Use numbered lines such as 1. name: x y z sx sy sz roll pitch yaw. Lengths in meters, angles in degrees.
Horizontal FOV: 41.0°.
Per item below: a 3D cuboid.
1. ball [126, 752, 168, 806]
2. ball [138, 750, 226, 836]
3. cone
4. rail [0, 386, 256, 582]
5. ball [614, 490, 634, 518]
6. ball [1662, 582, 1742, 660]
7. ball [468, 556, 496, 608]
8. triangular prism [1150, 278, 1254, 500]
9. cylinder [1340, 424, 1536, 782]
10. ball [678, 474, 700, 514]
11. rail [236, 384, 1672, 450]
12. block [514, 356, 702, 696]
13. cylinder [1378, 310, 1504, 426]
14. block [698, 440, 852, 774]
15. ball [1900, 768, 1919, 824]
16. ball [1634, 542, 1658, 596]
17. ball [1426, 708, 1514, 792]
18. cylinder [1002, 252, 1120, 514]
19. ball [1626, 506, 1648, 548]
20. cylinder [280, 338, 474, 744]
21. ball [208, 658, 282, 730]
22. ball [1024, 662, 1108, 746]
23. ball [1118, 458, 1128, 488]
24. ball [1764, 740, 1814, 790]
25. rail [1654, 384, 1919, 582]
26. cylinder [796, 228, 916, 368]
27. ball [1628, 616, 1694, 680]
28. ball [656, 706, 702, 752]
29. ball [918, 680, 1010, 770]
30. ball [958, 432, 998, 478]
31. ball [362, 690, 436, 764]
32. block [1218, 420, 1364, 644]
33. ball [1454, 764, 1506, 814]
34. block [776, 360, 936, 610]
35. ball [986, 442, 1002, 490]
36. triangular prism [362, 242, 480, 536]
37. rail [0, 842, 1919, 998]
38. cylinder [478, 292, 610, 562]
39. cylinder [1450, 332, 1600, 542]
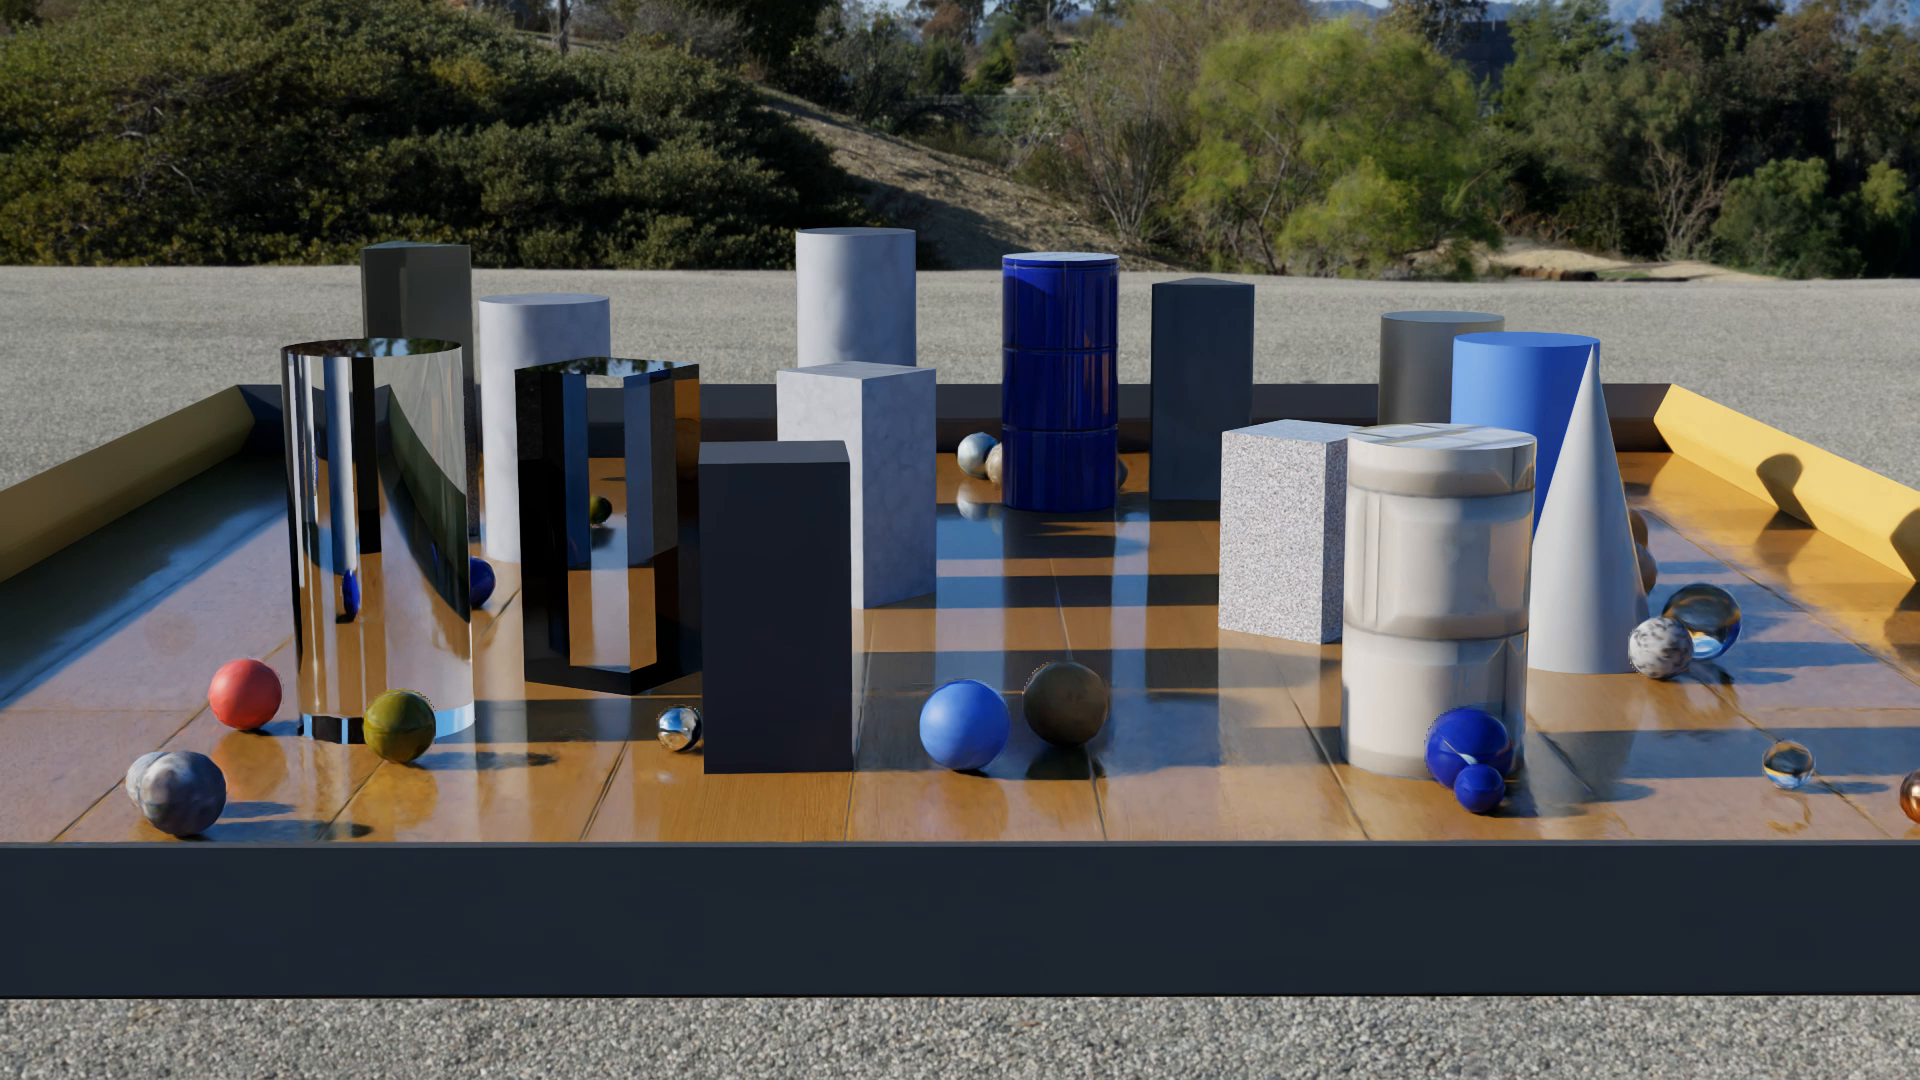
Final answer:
1. ball: -0.790 0.238 2.527 0.060 0.060 0.060 0 11 0
2. ball: -0.742 0.242 2.449 0.081 0.081 0.081 0 11 0
3. cone: 0.770 -0.047 3.158 0.193 0.390 0.193 0 11 0
4. rail: -1.341 0.034 3.441 0.045 0.126 2.917 0 11 0
5. ball: -0.551 -0.058 4.162 0.045 0.045 0.045 0 11 0
6. ball: 0.916 0.100 3.169 0.097 0.097 0.097 0 11 0
7. ball: -0.665 0.056 3.480 0.069 0.069 0.069 0 11 0
8. triangular prism: 0.409 -0.260 4.379 0.167 0.364 0.145 1 11 3
9. cylinder: 0.501 0.061 2.700 0.193 0.344 0.193 0 11 0
10. ball: -0.431 -0.076 4.205 0.064 0.064 0.064 0 11 0
11. rail: -0.008 -0.230 4.860 2.729 0.126 0.045 0 11 0
12. block: -0.416 -0.021 3.061 0.155 0.374 0.155 6 12 28
13. cylinder: 0.764 -0.191 4.094 0.193 0.331 0.193 0 11 0
14. block: -0.195 0.068 2.716 0.155 0.326 0.155 -1 11 -5
15. ball: 0.938 0.248 2.478 0.058 0.058 0.058 0 11 0
16. ball: 0.905 0.044 3.498 0.087 0.087 0.087 0 11 0
17. ball: 0.514 0.213 2.586 0.087 0.087 0.087 0 11 0
18. cylinder: 0.166 -0.264 4.262 0.193 0.413 0.193 0 11 0
19. ball: 0.955 -0.005 3.739 0.095 0.095 0.095 0 11 0
20. cylinder: -0.642 -0.003 2.835 0.193 0.421 0.193 0 11 0
21. ball: -0.791 0.171 2.838 0.078 0.078 0.078 0 11 0
22. ball: 0.114 0.177 2.768 0.092 0.092 0.092 0 11 0
23. ball: 0.257 -0.115 4.378 0.058 0.058 0.058 0 11 0
24. ball: 0.842 0.229 2.606 0.049 0.049 0.049 0 11 0
25. rail: 1.341 0.031 3.457 0.045 0.126 2.917 0 11 0
26. cylinder: -0.167 -0.269 4.159 0.193 0.461 0.193 0 11 0
27. ball: 0.839 0.129 3.072 0.075 0.075 0.075 0 11 0
28. ball: -0.301 0.203 2.751 0.048 0.048 0.048 0 11 0
29. ball: 0.004 0.193 2.674 0.094 0.094 0.094 0 11 0
30. ball: 0.035 -0.151 4.563 0.080 0.080 0.080 0 11 0
31. ball: -0.591 0.197 2.704 0.076 0.076 0.076 0 11 0
32. block: 0.446 -0.014 3.341 0.155 0.259 0.155 8 13 38
33. ball: 0.511 0.244 2.523 0.049 0.049 0.049 0 11 0
34. block: -0.142 -0.080 3.545 0.155 0.313 0.155 8 13 38
35. ball: 0.089 -0.128 4.417 0.089 0.089 0.089 0 11 0
36. triangular prism: -0.856 -0.235 3.999 0.167 0.452 0.145 -5 12 -25
37. rail: 0.008 0.294 2.038 2.729 0.126 0.045 0 11 0
38. cylinder: -0.618 -0.170 3.843 0.193 0.382 0.193 0 11 0
39. cylinder: 0.764 -0.094 3.492 0.193 0.360 0.193 0 11 0
